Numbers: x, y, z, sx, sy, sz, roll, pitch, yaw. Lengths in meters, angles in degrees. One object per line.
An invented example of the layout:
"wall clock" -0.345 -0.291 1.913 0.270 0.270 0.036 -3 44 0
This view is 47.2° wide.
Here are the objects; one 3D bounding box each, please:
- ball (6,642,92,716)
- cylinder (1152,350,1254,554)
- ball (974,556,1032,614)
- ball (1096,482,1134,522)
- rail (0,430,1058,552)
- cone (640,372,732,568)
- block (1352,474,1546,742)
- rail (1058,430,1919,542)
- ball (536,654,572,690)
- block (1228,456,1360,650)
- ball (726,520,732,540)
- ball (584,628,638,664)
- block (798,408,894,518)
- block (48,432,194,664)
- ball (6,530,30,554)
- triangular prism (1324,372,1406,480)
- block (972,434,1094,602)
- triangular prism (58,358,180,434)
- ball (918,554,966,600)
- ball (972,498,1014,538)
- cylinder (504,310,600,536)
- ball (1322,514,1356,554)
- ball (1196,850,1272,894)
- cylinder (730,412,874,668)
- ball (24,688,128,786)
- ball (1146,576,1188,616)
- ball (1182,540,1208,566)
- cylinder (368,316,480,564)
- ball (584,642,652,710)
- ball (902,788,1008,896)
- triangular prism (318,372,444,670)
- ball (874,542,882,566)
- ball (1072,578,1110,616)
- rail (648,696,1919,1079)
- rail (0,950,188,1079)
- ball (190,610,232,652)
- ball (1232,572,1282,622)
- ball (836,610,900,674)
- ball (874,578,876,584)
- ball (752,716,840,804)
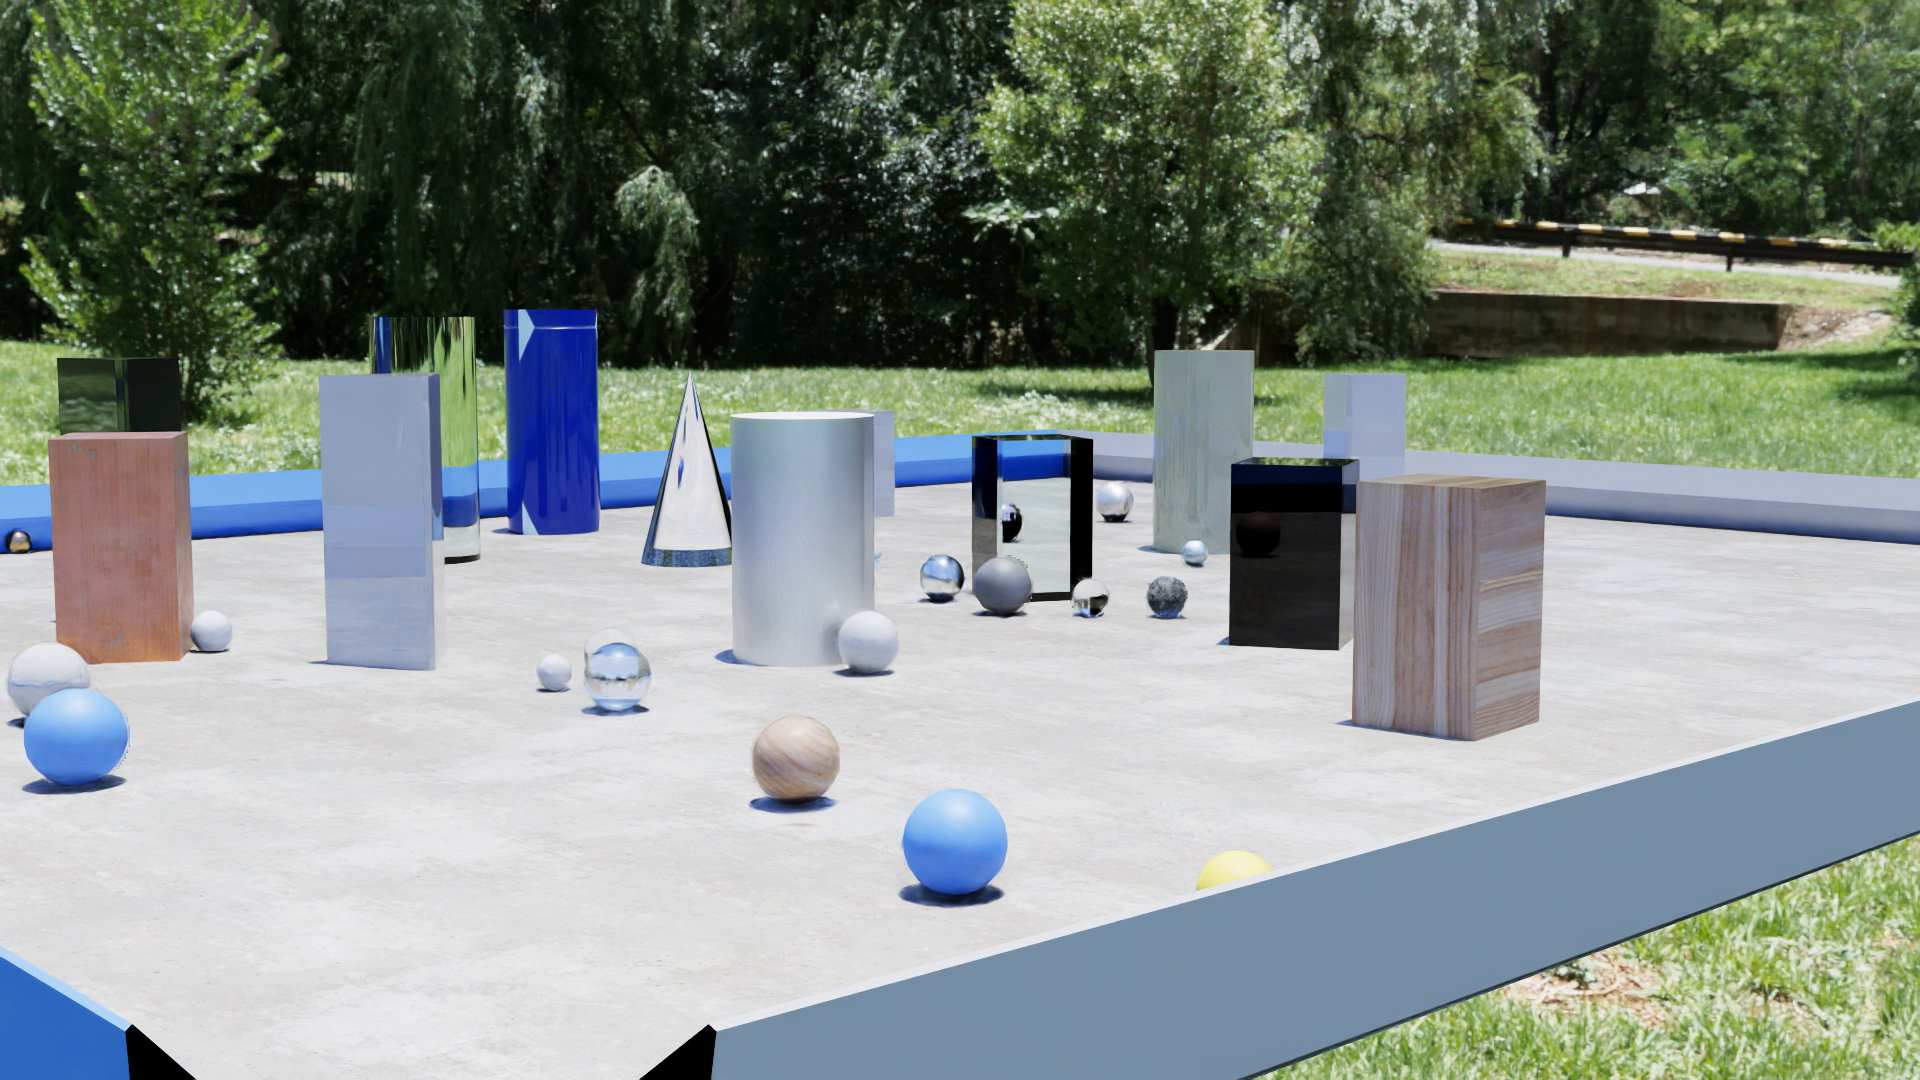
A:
"ball" -0.977 0.152 2.358 0.084 0.084 0.084 0 6 0
"cylinder" 0.443 -0.163 4.001 0.181 0.361 0.181 0 6 0
"ball" 0.062 0.066 3.176 0.083 0.083 0.083 0 6 0
"ball" 0.319 -0.078 4.534 0.081 0.081 0.081 0 6 0
"rail" -1.099 -0.096 4.517 3.731 0.117 0.045 -6 8 -42
"cone" -0.466 -0.129 3.813 0.181 0.334 0.181 0 6 0
"block" 0.519 0.066 2.337 0.145 0.260 0.145 5 8 40
"rail" 1.354 -0.102 4.575 0.045 0.117 3.289 -6 8 -42
"ball" -0.470 0.153 2.549 0.042 0.042 0.042 0 6 0
"block" 0.445 0.015 2.919 0.145 0.238 0.145 2 6 19
"ball" -0.418 -0.018 4.136 0.045 0.045 0.045 0 6 0
"ball" -0.414 0.136 2.609 0.064 0.064 0.064 0 6 0
"block" -0.240 -0.161 4.634 0.145 0.223 0.145 5 8 39
"block" -1.064 0.007 2.799 0.145 0.280 0.145 -1 6 -12
"ball" -1.691 0.004 3.948 0.042 0.042 0.042 0 6 0
"triangular prism" 0.756 -0.166 4.261 0.156 0.312 0.136 -5 8 -37
"block" 0.109 -0.036 3.369 0.145 0.243 0.145 -2 6 -18
"triangular prism" -1.154 -0.070 3.089 0.156 0.371 0.136 5 8 39
"ball" -0.027 0.057 3.318 0.070 0.070 0.070 0 6 0
"ball" 0.063 -0.041 4.198 0.078 0.078 0.078 0 6 0
"cylinder" -0.802 -0.235 4.329 0.181 0.435 0.181 0 6 0
"ball" 0.684 -0.010 3.930 0.072 0.072 0.072 0 6 0
"ball" 0.197 0.250 1.567 0.058 0.058 0.058 0 6 0
"cylinder" -0.199 -0.005 2.785 0.181 0.306 0.181 0 6 0
"ball" -0.822 0.183 2.045 0.090 0.090 0.090 0 6 0
"ball" 0.297 0.081 3.147 0.059 0.059 0.059 0 6 0
"ball" 0.401 0.022 3.757 0.045 0.045 0.045 0 6 0
"cylinder" -0.933 -0.176 3.834 0.181 0.424 0.181 0 6 0
"ball" -0.377 0.150 2.421 0.075 0.075 0.075 0 6 0
"ball" -0.004 0.229 1.664 0.080 0.080 0.080 0 6 0
"triangular prism" -0.692 -0.028 2.759 0.156 0.358 0.136 2 7 21
"ball" -0.159 0.025 3.703 0.052 0.052 0.052 0 6 0
"ball" 0.188 0.082 3.163 0.054 0.054 0.054 0 6 0
"rail" 1.099 0.157 2.148 3.731 0.117 0.045 -6 8 -42
"rail" -1.354 0.163 2.090 0.045 0.117 3.289 -6 8 -42
"ball" -0.965 0.117 2.835 0.053 0.053 0.053 0 6 0
"ball" 0.416 0.081 3.092 0.070 0.070 0.070 0 6 0
"ball" -0.112 0.124 2.668 0.076 0.076 0.076 0 6 0
"ball" -0.152 0.063 3.400 0.041 0.041 0.041 0 6 0
"ball" -0.147 0.197 1.966 0.080 0.080 0.080 0 6 0
